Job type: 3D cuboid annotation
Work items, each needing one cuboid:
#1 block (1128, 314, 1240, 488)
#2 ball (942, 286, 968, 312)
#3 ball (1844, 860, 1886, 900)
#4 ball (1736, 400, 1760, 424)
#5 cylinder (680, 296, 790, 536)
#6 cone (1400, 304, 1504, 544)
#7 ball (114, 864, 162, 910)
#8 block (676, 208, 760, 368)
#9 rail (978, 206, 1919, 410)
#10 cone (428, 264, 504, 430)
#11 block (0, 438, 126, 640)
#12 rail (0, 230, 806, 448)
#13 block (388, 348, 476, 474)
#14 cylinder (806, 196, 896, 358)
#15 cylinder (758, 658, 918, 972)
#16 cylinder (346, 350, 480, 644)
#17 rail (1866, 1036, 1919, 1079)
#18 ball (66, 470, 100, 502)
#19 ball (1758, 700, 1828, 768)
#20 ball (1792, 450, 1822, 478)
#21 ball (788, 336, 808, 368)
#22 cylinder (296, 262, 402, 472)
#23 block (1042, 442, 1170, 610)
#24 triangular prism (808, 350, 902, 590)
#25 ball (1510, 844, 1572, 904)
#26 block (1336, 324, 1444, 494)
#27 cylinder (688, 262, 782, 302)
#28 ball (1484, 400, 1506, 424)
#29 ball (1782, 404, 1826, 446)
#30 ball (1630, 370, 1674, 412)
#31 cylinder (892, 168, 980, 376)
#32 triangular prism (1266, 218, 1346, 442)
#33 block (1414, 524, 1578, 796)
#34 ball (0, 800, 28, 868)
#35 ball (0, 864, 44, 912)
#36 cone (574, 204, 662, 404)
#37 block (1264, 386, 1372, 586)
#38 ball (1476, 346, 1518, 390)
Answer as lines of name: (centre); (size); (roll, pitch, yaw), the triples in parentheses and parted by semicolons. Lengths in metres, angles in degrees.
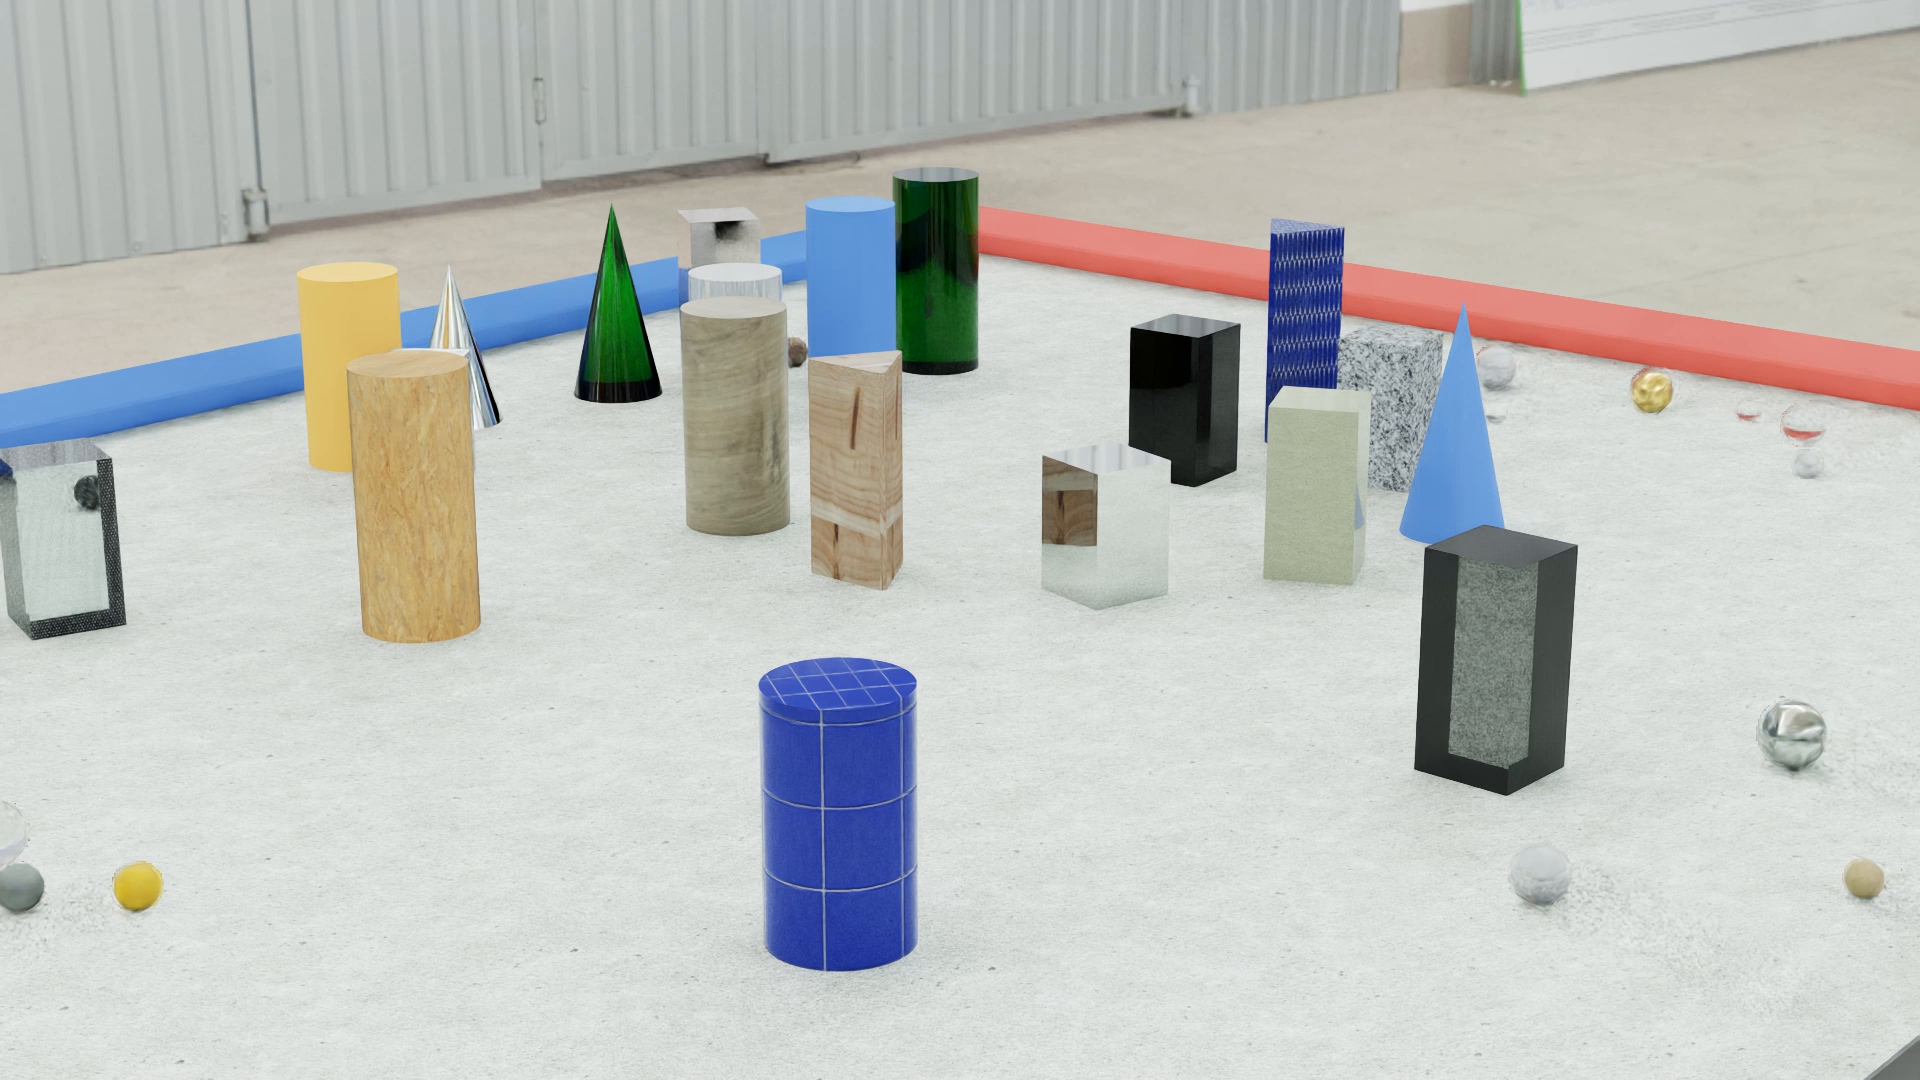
block: (0.448, -0.281, 5.859); (0.159, 0.304, 0.159); (12, 21, 35)
ball: (-0.013, -0.605, 7.347); (0.066, 0.066, 0.066); (0, 17, 0)
ball: (1.196, 0.449, 3.875); (0.051, 0.051, 0.051); (0, 17, 0)
ball: (1.688, -0.274, 6.277); (0.051, 0.051, 0.051); (0, 17, 0)
cylinder: (-0.421, -0.234, 5.511); (0.198, 0.415, 0.198); (0, 17, 0)
cone: (0.925, -0.229, 5.444); (0.198, 0.443, 0.198); (0, 17, 0)
ball: (-1.077, 0.455, 3.839); (0.061, 0.061, 0.061); (0, 17, 0)
block: (-0.546, -0.558, 6.672); (0.159, 0.367, 0.159); (-5, 17, -15)
rail: (1.531, -0.476, 6.808); (4.184, 0.129, 0.045); (14, 22, 39)
cone: (-1.083, -0.422, 6.261); (0.198, 0.343, 0.198); (0, 17, 0)
block: (-1.523, -0.004, 4.959); (0.159, 0.293, 0.159); (-10, 19, -30)
rail: (-1.562, -0.359, 6.418); (0.045, 0.129, 4.717); (14, 22, 39)
block: (-1.060, -0.237, 5.804); (0.159, 0.253, 0.159); (1, 17, 4)
cylinder: (-0.242, -0.543, 6.536); (0.198, 0.416, 0.198); (0, 17, 0)
cylinder: (-0.152, 0.345, 3.708); (0.198, 0.347, 0.198); (0, 17, 0)
cylinder: (-0.914, -0.074, 4.912); (0.198, 0.454, 0.198); (0, 17, 0)
rail: (1.562, 0.423, 3.821); (0.045, 0.129, 4.717); (14, 22, 39)
ball: (-1.701, -0.105, 5.691); (0.065, 0.065, 0.065); (0, 17, 0)
ball: (1.231, 0.287, 4.330); (0.099, 0.099, 0.099); (0, 17, 0)
ball: (1.693, -0.150, 5.856); (0.056, 0.056, 0.056); (0, 17, 0)
ball: (-0.385, -0.433, 6.766); (0.072, 0.072, 0.072); (0, 17, 0)
cylinder: (-1.231, -0.352, 5.946); (0.198, 0.390, 0.198); (0, 17, 0)
block: (0.254, -0.026, 5.120); (0.159, 0.243, 0.159); (-11, 20, -33)
triangular prism: (-0.153, -0.132, 5.209); (0.172, 0.393, 0.149); (13, 21, 38)
ball: (0.764, 0.440, 3.858); (0.078, 0.078, 0.078); (0, 17, 0)
block: (0.850, -0.263, 5.819); (0.159, 0.293, 0.159); (9, 19, 28)
cylinder: (-0.477, -0.414, 6.266); (0.198, 0.323, 0.198); (0, 17, 0)
ball: (1.141, -0.273, 6.269); (0.052, 0.052, 0.052); (0, 17, 0)
ball: (1.754, -0.238, 6.091); (0.088, 0.088, 0.088); (0, 17, 0)
ball: (1.502, -0.322, 6.365); (0.091, 0.091, 0.091); (0, 17, 0)
cylinder: (-0.055, -0.618, 6.733); (0.198, 0.446, 0.198); (0, 17, 0)
triangular prism: (0.689, -0.445, 6.164); (0.172, 0.442, 0.149); (-7, 18, -23)
block: (0.782, 0.173, 4.285); (0.159, 0.343, 0.159); (15, 22, 40)
ball: (-1.311, 0.398, 3.971); (0.094, 0.094, 0.094); (0, 17, 0)
ball: (-1.231, 0.454, 3.836); (0.063, 0.063, 0.063); (0, 17, 0)
cone: (-0.763, -0.535, 6.484); (0.198, 0.431, 0.198); (0, 17, 0)
block: (0.638, -0.098, 5.232); (0.159, 0.316, 0.159); (5, 17, 15)
ball: (1.201, -0.385, 6.569); (0.095, 0.095, 0.095); (0, 17, 0)
